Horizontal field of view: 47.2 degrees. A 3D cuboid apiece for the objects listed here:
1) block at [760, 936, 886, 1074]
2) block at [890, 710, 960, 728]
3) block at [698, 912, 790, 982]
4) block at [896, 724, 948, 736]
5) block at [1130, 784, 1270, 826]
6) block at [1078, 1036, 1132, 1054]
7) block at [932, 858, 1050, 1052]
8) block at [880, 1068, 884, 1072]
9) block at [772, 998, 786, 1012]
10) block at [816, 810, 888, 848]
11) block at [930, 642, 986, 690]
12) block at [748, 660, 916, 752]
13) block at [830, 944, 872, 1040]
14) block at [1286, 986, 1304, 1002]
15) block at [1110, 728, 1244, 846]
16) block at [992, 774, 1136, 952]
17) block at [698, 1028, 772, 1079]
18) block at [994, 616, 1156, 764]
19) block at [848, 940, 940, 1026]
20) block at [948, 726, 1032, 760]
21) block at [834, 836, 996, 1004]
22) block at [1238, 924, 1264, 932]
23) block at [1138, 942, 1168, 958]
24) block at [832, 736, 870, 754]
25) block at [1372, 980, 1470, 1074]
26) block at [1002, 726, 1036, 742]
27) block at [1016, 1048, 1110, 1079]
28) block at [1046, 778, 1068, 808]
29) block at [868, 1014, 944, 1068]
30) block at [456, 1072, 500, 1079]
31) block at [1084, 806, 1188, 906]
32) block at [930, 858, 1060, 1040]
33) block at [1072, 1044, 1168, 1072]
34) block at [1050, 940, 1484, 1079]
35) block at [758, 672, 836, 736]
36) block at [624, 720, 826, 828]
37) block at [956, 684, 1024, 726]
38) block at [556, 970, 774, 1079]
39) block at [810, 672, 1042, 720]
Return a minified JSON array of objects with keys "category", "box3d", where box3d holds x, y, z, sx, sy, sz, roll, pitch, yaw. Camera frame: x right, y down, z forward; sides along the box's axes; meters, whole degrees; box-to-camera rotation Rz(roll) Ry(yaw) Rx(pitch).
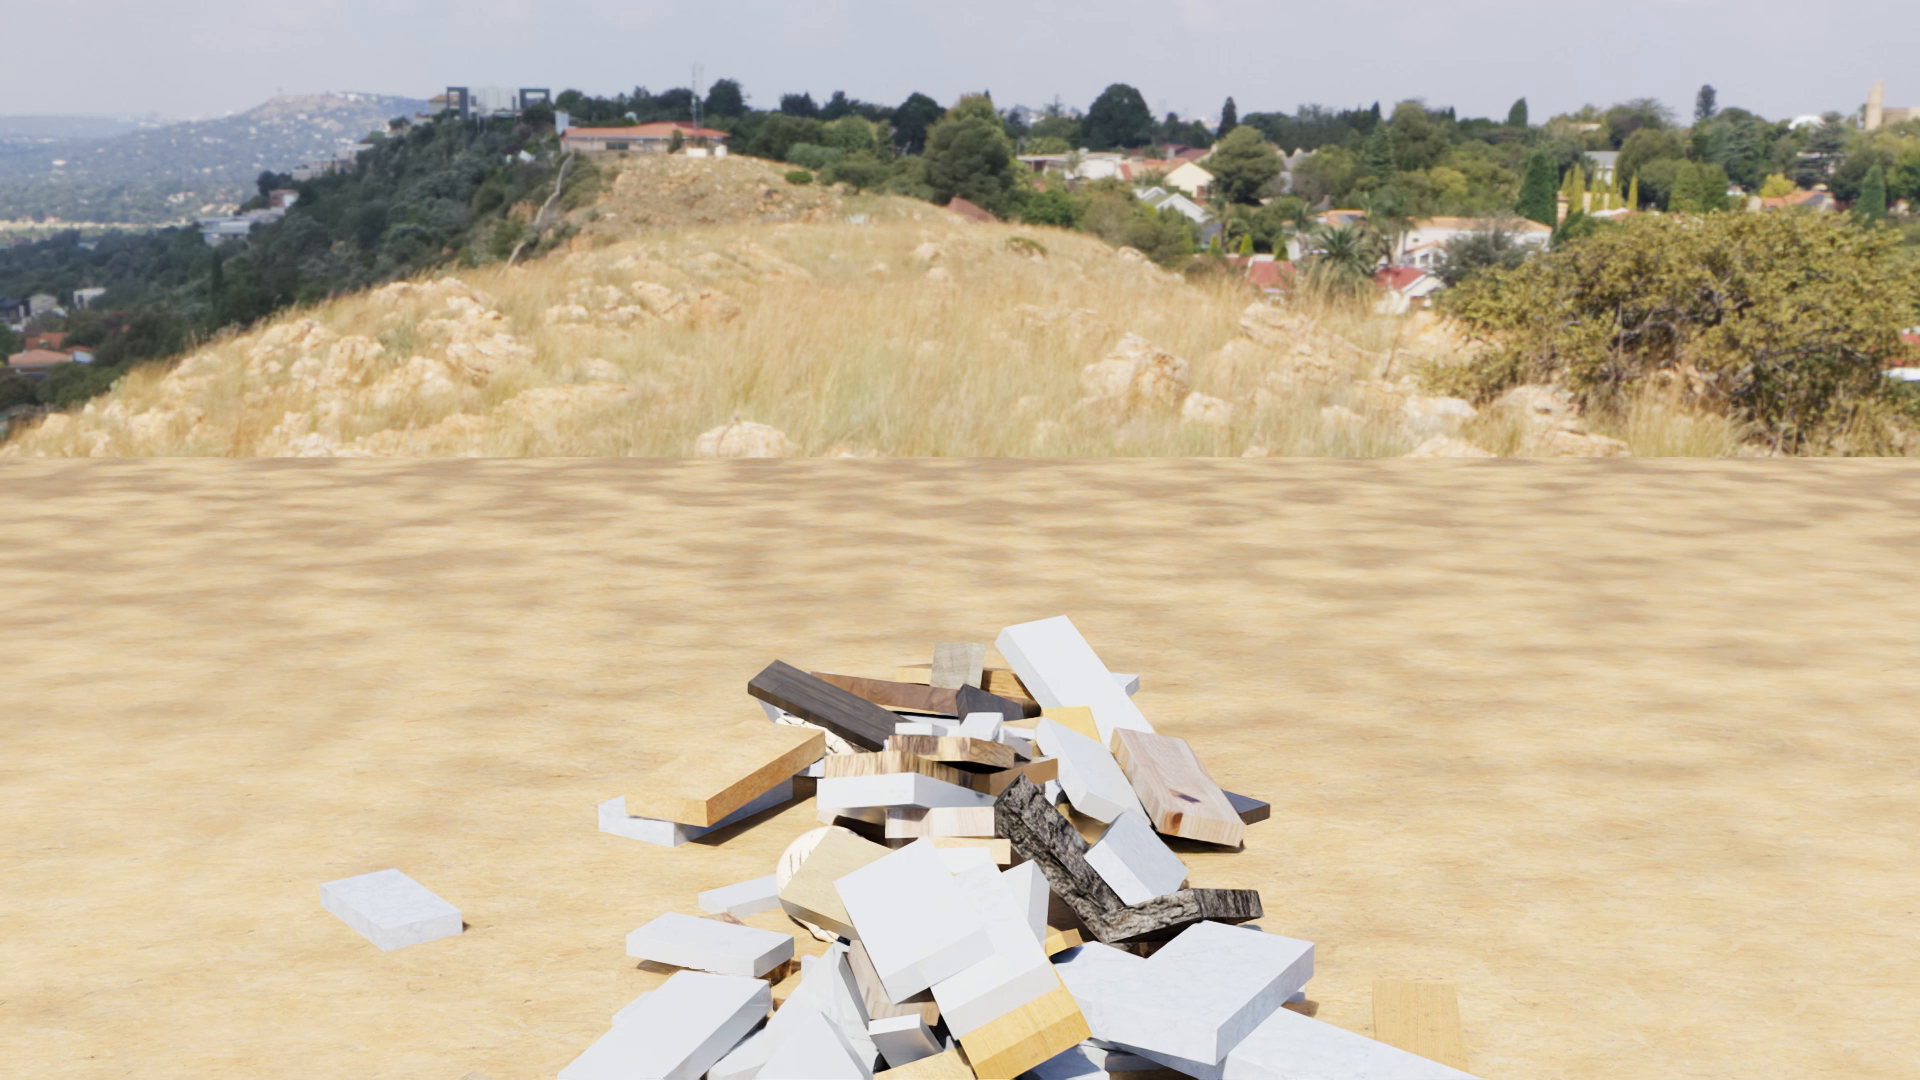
[{"category":"block","box3d":[-0.131,0.631,3.092,0.151,0.043,0.469,15,13,11]},{"category":"block","box3d":[-0.042,0.390,4.459,0.261,0.037,0.130,4,11,20]},{"category":"block","box3d":[-0.359,0.629,3.373,0.113,0.032,0.226,-6,12,-29]},{"category":"block","box3d":[-0.059,0.297,3.411,0.057,0.016,0.113,0,-8,12]},{"category":"block","box3d":[0.446,0.489,4.136,0.099,0.028,0.274,-9,14,-41]},{"category":"block","box3d":[0.182,0.673,3.039,0.151,0.021,0.076,5,12,21]},{"category":"block","box3d":[0.030,0.594,3.069,0.174,0.049,0.348,-26,20,16]},{"category":"block","box3d":[-0.146,0.720,2.894,0.194,0.028,0.097,9,14,40]},{"category":"block","box3d":[-0.189,0.669,3.099,0.144,0.015,0.052,11,2,-17]},{"category":"block","box3d":[-0.151,0.462,3.666,0.030,0.107,0.305,17,-15,25]},{"category":"block","box3d":[-0.006,0.264,4.584,0.028,0.099,0.198,10,-5,-23]},{"category":"block","box3d":[-0.223,0.343,4.304,0.407,0.027,0.097,22,37,24]},{"category":"block","box3d":[-0.124,0.618,3.001,0.090,0.025,0.228,11,13,-9]},{"category":"block","box3d":[0.450,0.660,3.246,0.116,0.016,0.058,2,11,9]},{"category":"block","box3d":[0.394,0.450,4.061,0.146,0.041,0.466,11,12,-10]},{"category":"block","box3d":[0.171,0.508,3.449,0.042,0.298,0.149,-44,-1,17]},{"category":"block","box3d":[-0.267,0.702,2.992,0.194,0.028,0.097,-8,13,-38]},{"category":"block","box3d":[0.239,0.309,4.499,0.175,0.050,0.351,-9,51,-40]},{"category":"block","box3d":[-0.090,0.589,2.933,0.090,0.025,0.179,9,14,-15]},{"category":"block","box3d":[0.051,0.345,3.721,0.097,0.027,0.193,0,-13,16]},{"category":"block","box3d":[-0.066,0.509,2.973,0.148,0.042,0.296,-26,21,-7]},{"category":"block","box3d":[0.421,0.624,3.443,0.116,0.016,0.058,-3,11,-17]},{"category":"block","box3d":[0.299,0.625,3.351,0.054,0.015,0.109,37,9,-7]},{"category":"block","box3d":[-0.171,0.419,4.524,0.169,0.024,0.085,1,11,6]},{"category":"block","box3d":[0.591,0.741,2.766,0.117,0.033,0.896,2,11,9]},{"category":"block","box3d":[0.084,0.337,3.771,0.057,0.016,0.113,8,-13,-16]},{"category":"block","box3d":[0.120,0.694,2.892,0.083,0.024,0.166,-4,7,-24]},{"category":"block","box3d":[0.168,0.444,4.140,0.107,0.030,0.213,19,17,19]},{"category":"block","box3d":[-0.063,0.668,2.879,0.070,0.140,0.020,-12,46,14]},{"category":"block","box3d":[-0.657,0.728,2.881,0.054,0.015,0.109,6,12,28]},{"category":"block","box3d":[0.289,0.525,3.566,0.146,0.041,0.293,48,12,6]},{"category":"block","box3d":[0.020,0.540,2.932,0.151,0.043,0.302,-26,21,-4]},{"category":"block","box3d":[0.152,0.703,3.002,0.260,0.021,0.076,-1,11,-8]},{"category":"block","box3d":[0.394,0.669,2.890,0.727,0.049,0.174,11,15,43]},{"category":"block","box3d":[-0.331,0.357,4.789,0.175,0.050,0.351,-3,11,-13]},{"category":"block","box3d":[-0.428,0.426,4.066,0.176,0.050,0.406,5,16,27]},{"category":"block","box3d":[0.070,0.390,4.265,0.130,0.037,0.283,22,25,-17]},{"category":"block","box3d":[-0.393,0.674,2.962,0.148,0.042,0.296,1,18,27]},{"category":"block","box3d":[-0.072,0.330,4.575,0.456,0.050,0.176,6,-5,15]}]
